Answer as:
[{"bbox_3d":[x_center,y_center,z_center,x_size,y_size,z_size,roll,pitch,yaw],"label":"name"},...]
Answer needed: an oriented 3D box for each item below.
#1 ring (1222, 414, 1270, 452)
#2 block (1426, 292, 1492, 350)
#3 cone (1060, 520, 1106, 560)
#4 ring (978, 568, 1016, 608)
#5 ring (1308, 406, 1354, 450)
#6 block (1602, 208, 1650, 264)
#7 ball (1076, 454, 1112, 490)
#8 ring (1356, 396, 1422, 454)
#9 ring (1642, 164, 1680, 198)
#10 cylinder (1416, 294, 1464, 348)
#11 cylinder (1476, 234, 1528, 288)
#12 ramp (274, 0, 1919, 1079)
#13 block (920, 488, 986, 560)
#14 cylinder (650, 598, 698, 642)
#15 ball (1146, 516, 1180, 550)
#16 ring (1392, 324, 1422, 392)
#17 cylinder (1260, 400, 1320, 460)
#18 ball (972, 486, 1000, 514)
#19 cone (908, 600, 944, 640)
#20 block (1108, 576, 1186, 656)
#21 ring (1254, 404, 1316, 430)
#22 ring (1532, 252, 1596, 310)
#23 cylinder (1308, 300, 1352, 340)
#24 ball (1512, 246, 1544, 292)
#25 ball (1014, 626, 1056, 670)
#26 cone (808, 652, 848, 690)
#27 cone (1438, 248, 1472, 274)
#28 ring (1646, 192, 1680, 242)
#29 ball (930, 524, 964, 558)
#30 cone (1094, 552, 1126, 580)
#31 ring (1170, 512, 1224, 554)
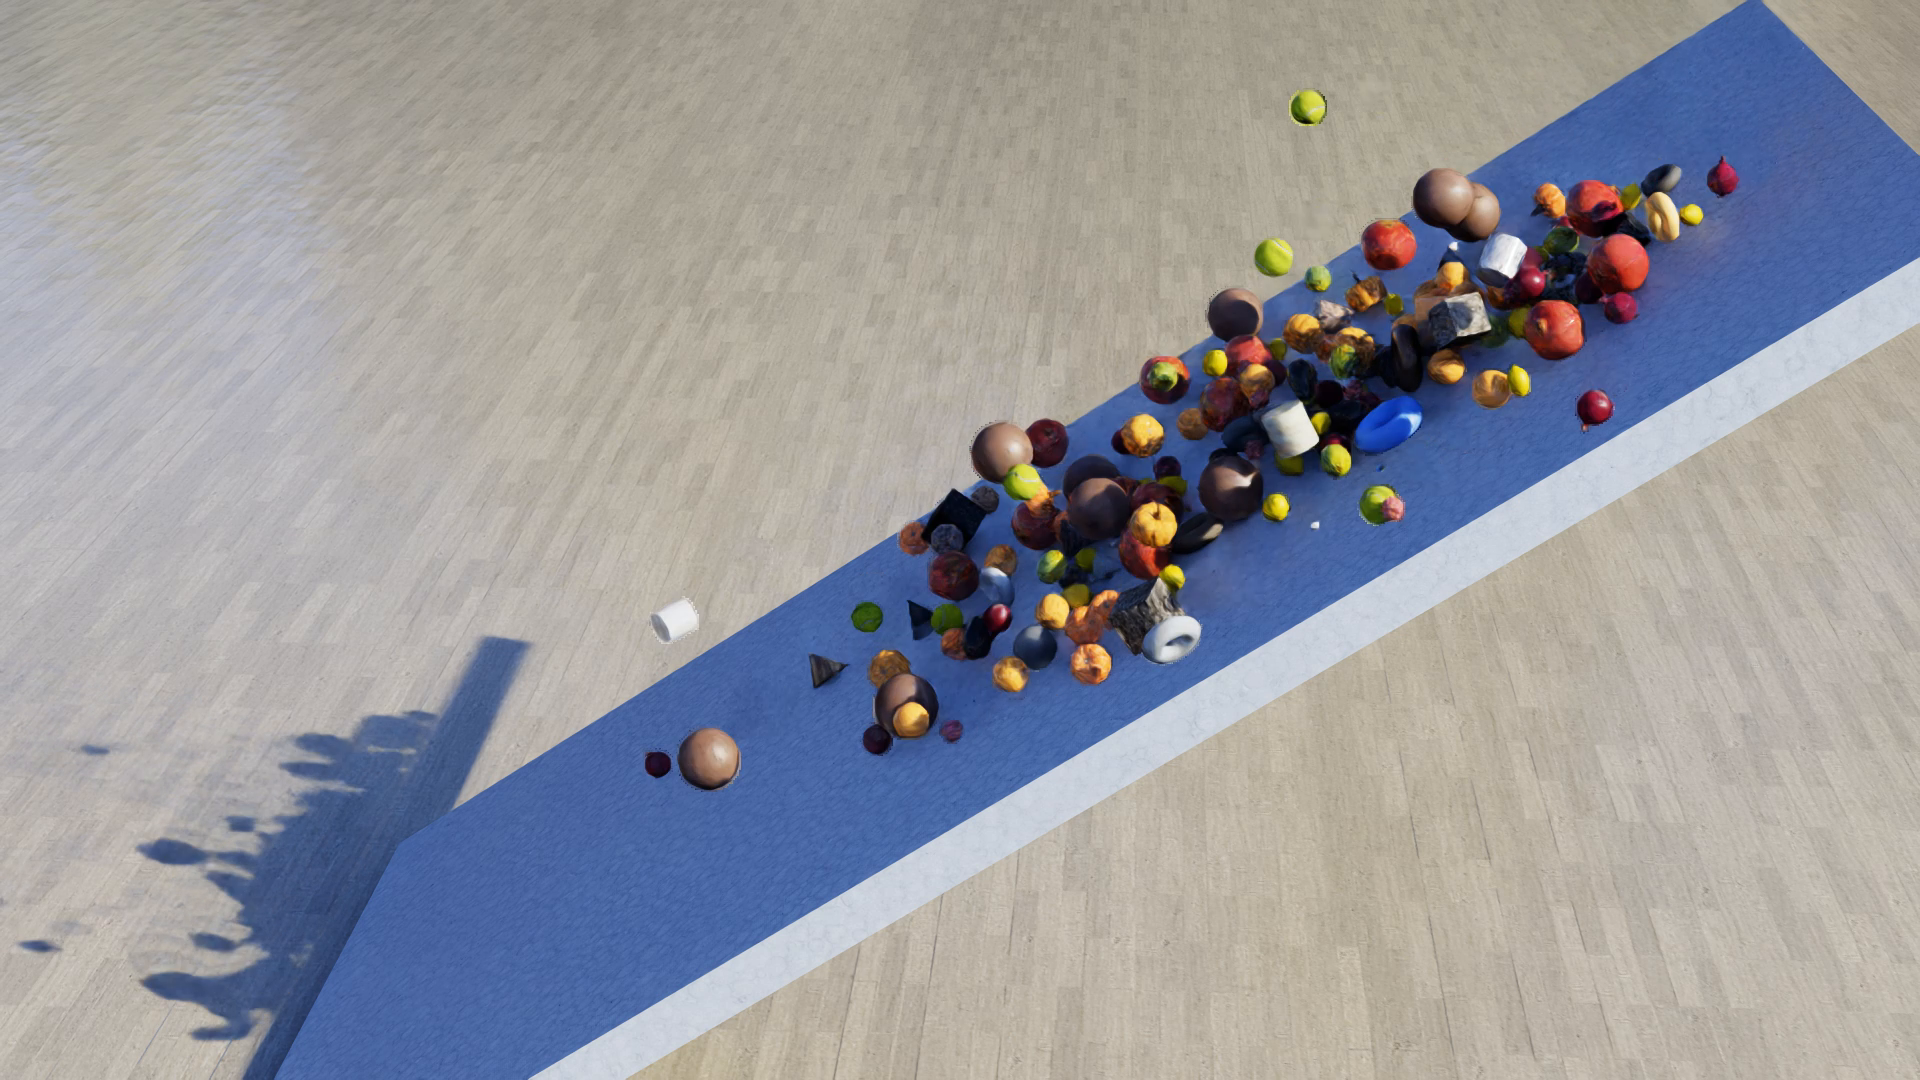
[{"bbox_3d":[0.597,-0.221,6.078,0.115,0.115,0.038,-5,61,-13],"label":"ring"},{"bbox_3d":[0.959,-0.421,5.655,0.079,0.079,0.079,-13,-11,-22],"label":"block"},{"bbox_3d":[0.267,-0.007,6.288,0.092,0.092,0.092,-9,22,-3],"label":"cone"},{"bbox_3d":[0.077,0.098,6.097,0.031,0.094,0.094,-35,37,-28],"label":"ring"},{"bbox_3d":[0.739,-0.225,5.923,0.122,0.041,0.122,-33,17,11],"label":"ring"},{"bbox_3d":[1.297,-0.592,5.728,0.063,0.063,0.063,38,26,-12],"label":"block"},{"bbox_3d":[0.301,-0.153,6.577,0.081,0.081,0.081,0,21,0],"label":"ball"},{"bbox_3d":[0.829,-0.222,5.690,0.145,0.048,0.145,-33,20,14],"label":"ring"},{"bbox_3d":[1.414,-0.725,5.933,0.087,0.029,0.087,-35,22,16],"label":"ring"},{"bbox_3d":[0.951,-0.431,5.785,0.099,0.099,0.099,-5,20,13],"label":"cylinder"},{"bbox_3d":[1.068,-0.551,5.806,0.080,0.080,0.080,22,-16,6],"label":"cylinder"},{"bbox_3d":[0.137,0.173,6.302,4.000,0.100,2.000,-32,16,15],"label":"ramp"},{"bbox_3d":[-0.015,-0.037,6.811,0.097,0.097,0.097,34,41,-5],"label":"block"},{"bbox_3d":[-0.569,0.161,5.857,0.066,0.066,0.066,-29,33,-28],"label":"cylinder"},{"bbox_3d":[0.411,-0.015,5.945,0.070,0.070,0.070,0,21,0],"label":"ball"},{"bbox_3d":[0.889,-0.362,5.851,0.046,0.137,0.137,-8,21,2],"label":"ring"},{"bbox_3d":[0.643,-0.215,5.728,0.086,0.086,0.086,-26,10,5],"label":"cylinder"},{"bbox_3d":[0.059,-0.093,6.947,0.067,0.067,0.067,0,21,0],"label":"ball"},{"bbox_3d":[-0.092,0.163,6.477,0.083,0.083,0.083,-33,15,10],"label":"cone"},{"bbox_3d":[0.353,0.143,5.555,0.092,0.092,0.092,-26,18,32],"label":"block"},{"bbox_3d":[0.654,-0.247,5.927,0.126,0.042,0.126,-3,-6,0],"label":"ring"},{"bbox_3d":[1.176,-0.503,5.724,0.131,0.044,0.131,-20,47,23],"label":"ring"},{"bbox_3d":[0.808,-0.480,6.417,0.073,0.073,0.073,15,19,-11],"label":"cylinder"},{"bbox_3d":[1.134,-0.548,5.938,0.092,0.092,0.092,0,21,0],"label":"ball"},{"bbox_3d":[0.148,0.212,5.803,0.086,0.086,0.086,0,21,0],"label":"ball"},{"bbox_3d":[-0.292,0.289,6.620,0.085,0.085,0.085,-9,22,-3],"label":"cone"},{"bbox_3d":[1.027,-0.563,6.066,0.062,0.062,0.062,27,30,19],"label":"cone"},{"bbox_3d":[1.346,-0.617,5.635,0.034,0.101,0.101,-19,24,-6],"label":"ring"},{"bbox_3d":[-0.029,0.001,6.624,0.077,0.077,0.077,0,21,0],"label":"ball"},{"bbox_3d":[0.313,0.054,6.034,0.062,0.062,0.062,0,20,20],"label":"cone"},{"bbox_3d":[0.472,-0.014,5.867,0.121,0.040,0.121,-31,14,9],"label":"ring"}]
